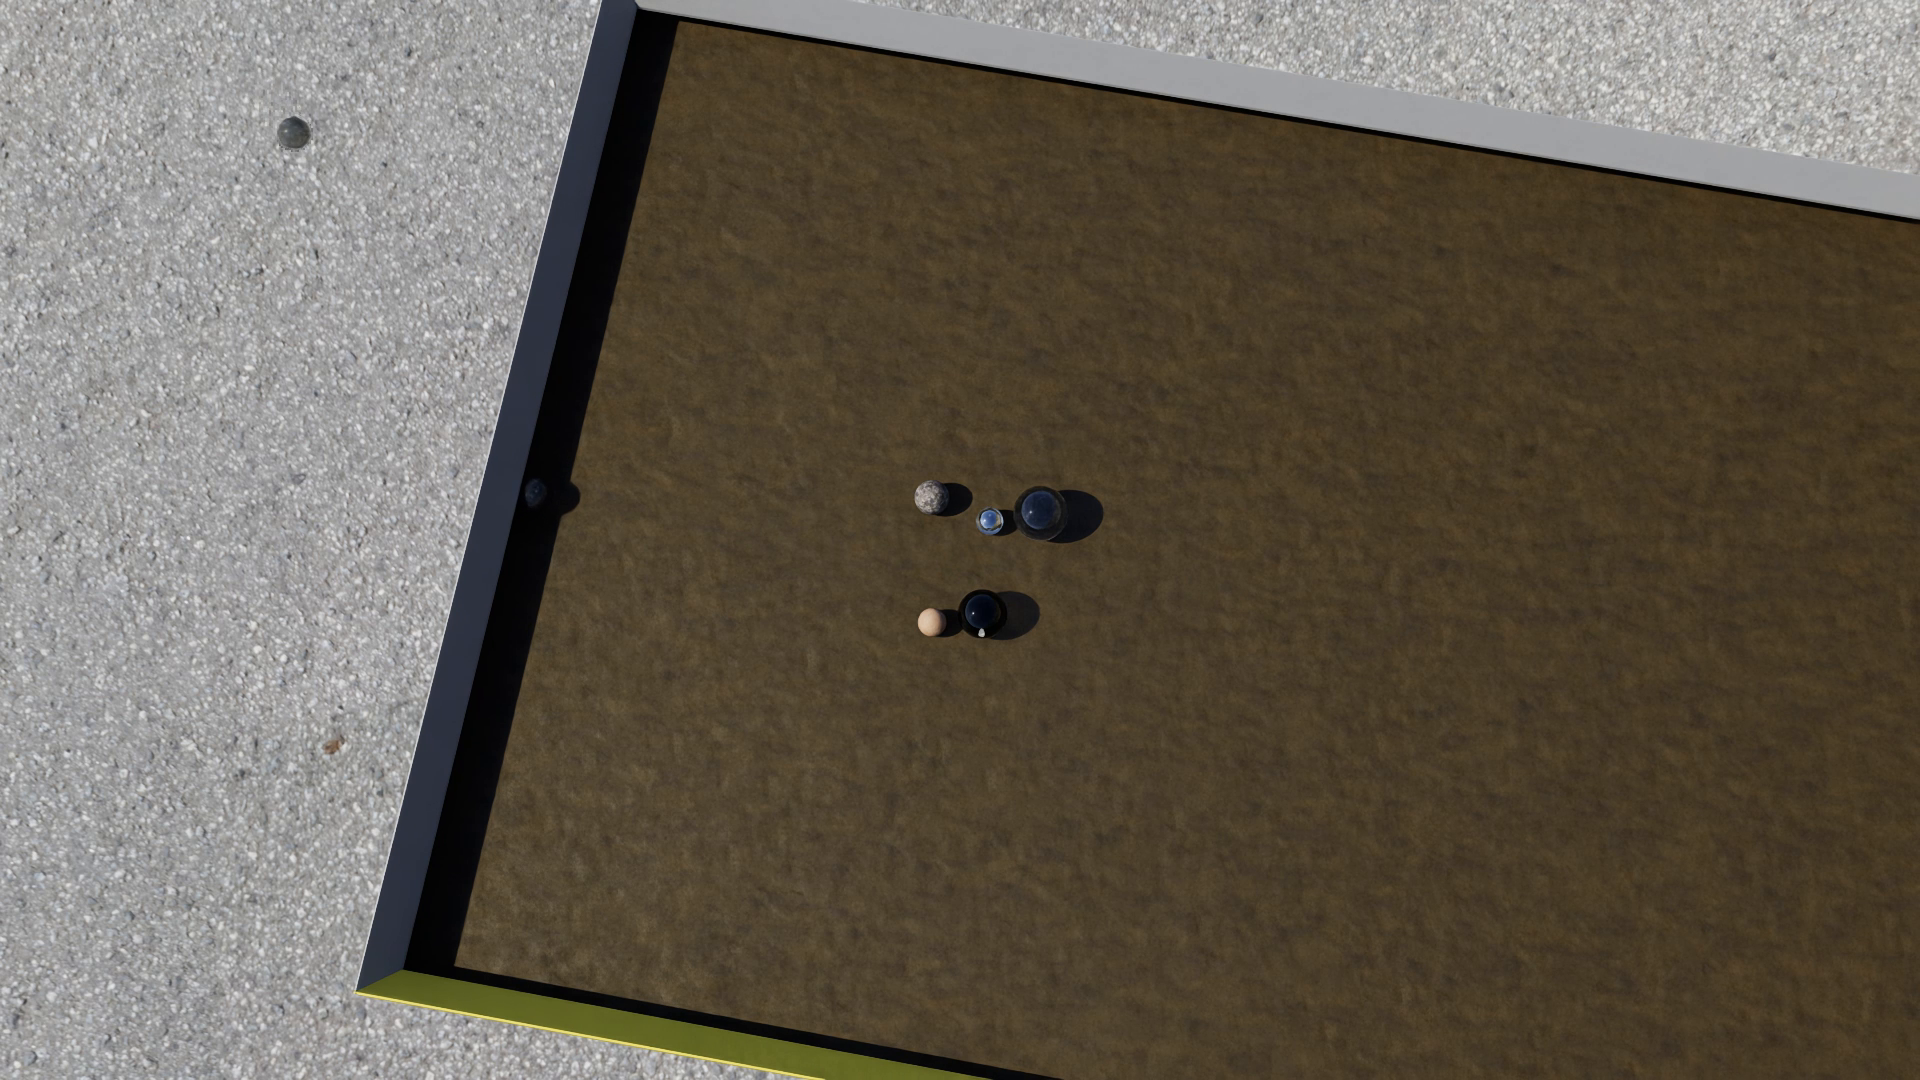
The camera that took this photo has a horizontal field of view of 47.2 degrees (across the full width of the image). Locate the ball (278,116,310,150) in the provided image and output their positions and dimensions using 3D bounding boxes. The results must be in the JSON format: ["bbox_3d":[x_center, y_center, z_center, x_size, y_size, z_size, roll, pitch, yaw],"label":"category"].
[{"bbox_3d":[-1.396,-0.853,4.610,0.067,0.067,0.067,0,75,0],"label":"ball"}]

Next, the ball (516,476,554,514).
[{"bbox_3d":[-0.654,-0.068,3.377,0.057,0.057,0.057,0,75,0],"label":"ball"}]

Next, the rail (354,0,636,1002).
[{"bbox_3d":[-0.685,-0.126,3.364,0.045,0.110,1.652,10,75,3],"label":"rail"}]

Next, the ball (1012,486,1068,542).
[{"bbox_3d":[0.123,-0.041,3.355,0.085,0.085,0.085,0,75,0],"label":"ball"}]

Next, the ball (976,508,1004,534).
[{"bbox_3d":[0.046,-0.029,3.374,0.042,0.042,0.042,0,75,0],"label":"ball"}]

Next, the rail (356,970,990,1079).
[{"bbox_3d":[0.565,0.878,3.091,2.877,0.110,0.045,10,75,3],"label":"rail"}]

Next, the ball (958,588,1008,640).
[{"bbox_3d":[0.034,0.112,3.318,0.076,0.076,0.076,0,75,0],"label":"ball"}]

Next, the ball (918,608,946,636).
[{"bbox_3d":[-0.042,0.125,3.331,0.044,0.044,0.044,0,75,0],"label":"ball"}]

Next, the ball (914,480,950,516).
[{"bbox_3d":[-0.043,-0.065,3.378,0.054,0.054,0.054,0,75,0],"label":"ball"}]

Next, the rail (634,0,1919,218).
[{"bbox_3d":[0.851,-0.645,3.506,2.877,0.110,0.045,10,75,3],"label":"rail"}]
